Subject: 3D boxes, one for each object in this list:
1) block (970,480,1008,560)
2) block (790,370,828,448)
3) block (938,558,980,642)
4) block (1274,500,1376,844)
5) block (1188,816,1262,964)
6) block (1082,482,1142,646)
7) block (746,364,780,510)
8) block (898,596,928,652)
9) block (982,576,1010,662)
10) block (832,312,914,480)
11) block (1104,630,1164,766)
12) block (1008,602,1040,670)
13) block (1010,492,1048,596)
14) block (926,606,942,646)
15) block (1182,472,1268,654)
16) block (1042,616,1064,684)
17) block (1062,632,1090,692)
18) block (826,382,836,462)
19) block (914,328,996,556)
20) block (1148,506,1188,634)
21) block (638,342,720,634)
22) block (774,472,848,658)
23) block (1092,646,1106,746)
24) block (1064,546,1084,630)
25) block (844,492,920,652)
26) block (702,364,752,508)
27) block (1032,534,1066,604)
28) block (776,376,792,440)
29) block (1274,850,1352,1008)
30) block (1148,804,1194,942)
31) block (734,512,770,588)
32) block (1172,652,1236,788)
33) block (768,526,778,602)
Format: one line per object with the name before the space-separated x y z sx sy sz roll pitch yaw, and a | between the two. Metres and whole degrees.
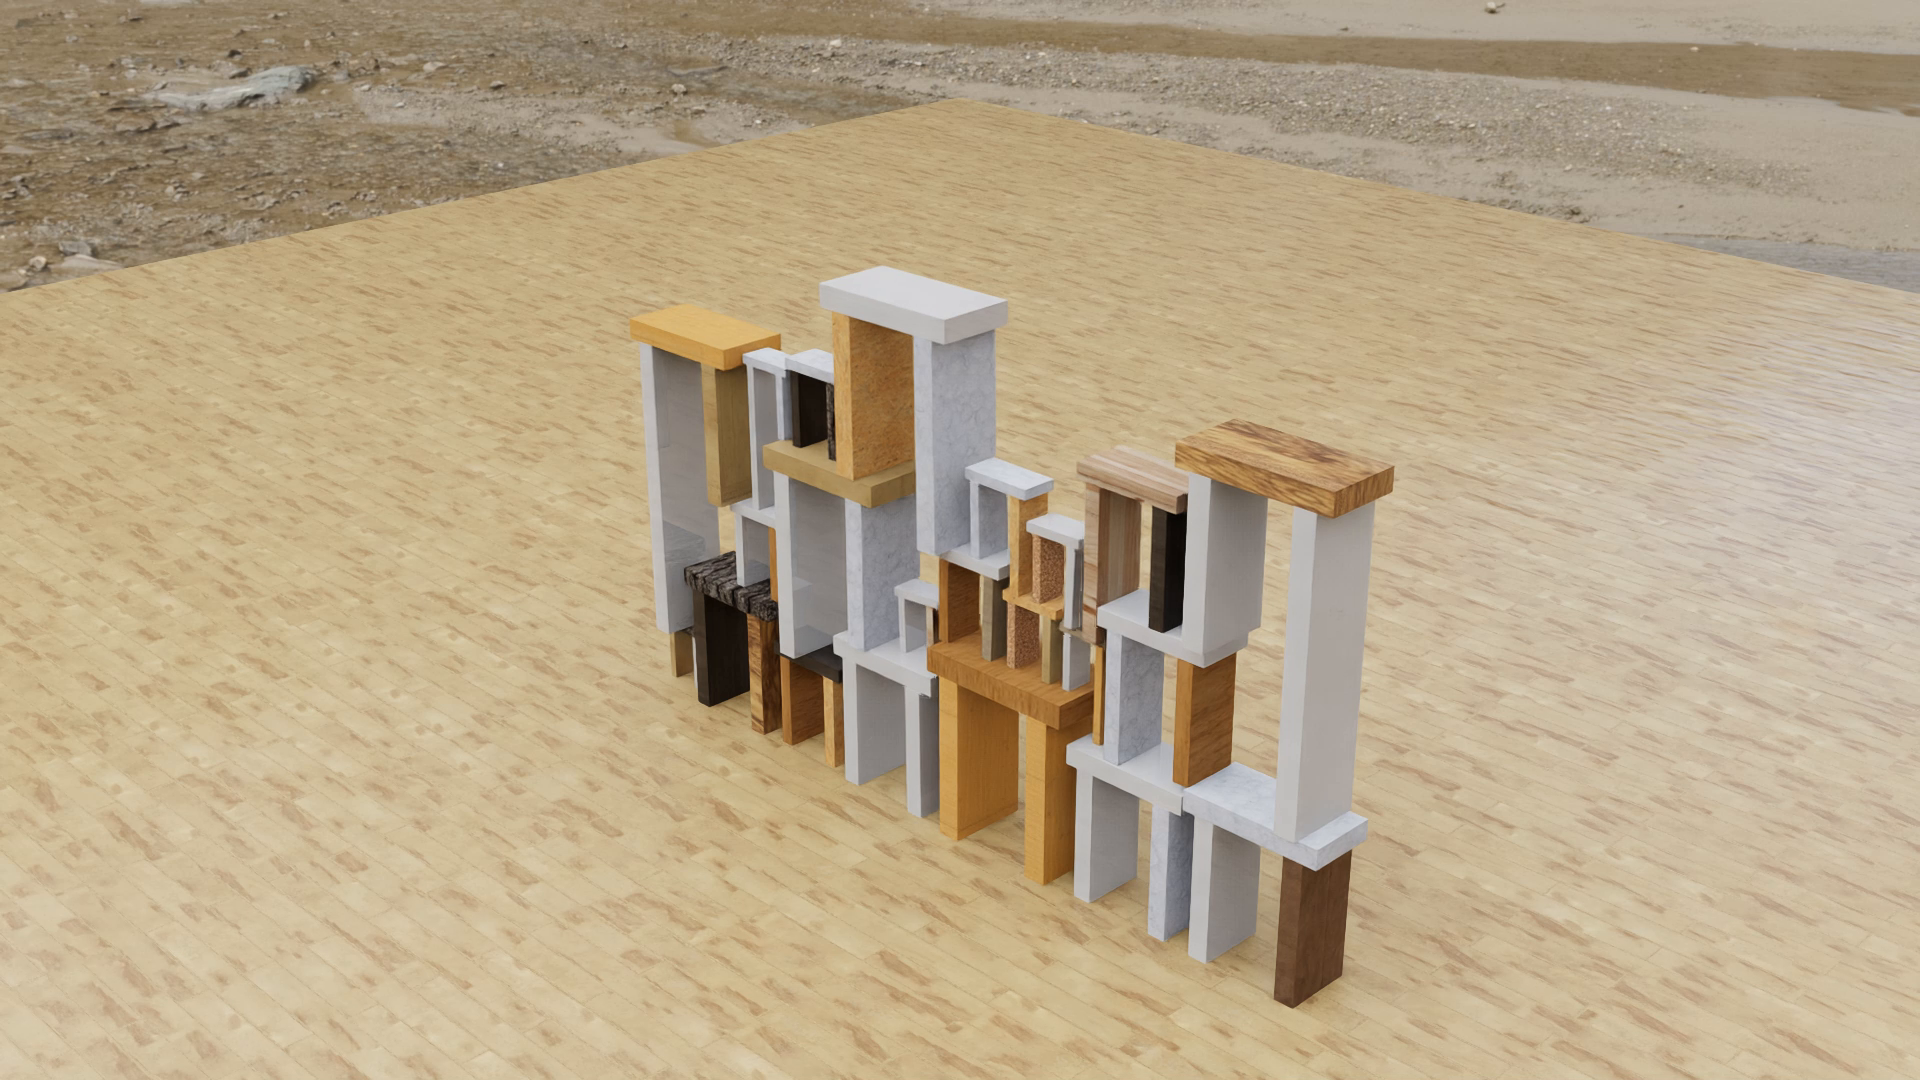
block | 0.055 -0.047 4.146 0.077 0.154 0.022 -21 29 -40
block | -0.302 -0.273 4.435 0.023 0.161 0.081 21 31 40
block | -0.001 0.105 4.272 0.025 0.174 0.087 22 31 40
block | 0.604 0.207 3.655 0.161 0.601 0.046 -21 31 -41
block | 0.479 0.605 3.964 0.041 0.291 0.145 21 31 41
block | 0.273 0.028 3.939 0.115 0.310 0.033 -22 32 -40
block | -0.404 -0.220 4.572 0.019 0.316 0.068 21 31 41
block | -0.095 0.161 4.401 0.017 0.119 0.059 21 32 41
block | 0.082 0.137 4.196 0.087 0.174 0.025 -21 32 -41
block | -0.167 -0.299 4.273 0.047 0.334 0.167 21 31 40
block | 0.317 0.268 3.992 0.122 0.262 0.035 -21 31 -41
block | 0.120 0.170 4.167 0.068 0.136 0.019 -21 31 -41
block | 0.128 0.002 4.089 0.077 0.197 0.022 -21 31 -41
block | -0.038 0.178 4.346 0.017 0.119 0.059 20 30 41
block | 0.452 0.019 3.741 0.046 0.322 0.161 21 31 40
block | 0.184 0.195 4.108 0.019 0.136 0.068 21 31 41
block | 0.217 0.218 4.081 0.016 0.116 0.058 22 31 40
block | -0.226 -0.244 4.365 0.023 0.161 0.081 21 31 40
block | -0.007 -0.195 4.147 0.167 0.426 0.047 -22 31 -40
block | 0.380 0.036 3.819 0.033 0.229 0.115 21 31 41
block | -0.610 -0.127 4.828 0.044 0.673 0.155 21 31 41
block | -0.304 0.031 4.563 0.160 0.409 0.045 -21 31 -40
block | 0.273 0.278 4.046 0.058 0.200 0.016 -21 31 -41
block | 0.222 0.079 4.004 0.068 0.159 0.019 -20 31 -41
block | -0.153 0.049 4.407 0.045 0.320 0.160 21 31 40
block | -0.462 -0.238 4.623 0.044 0.310 0.155 21 31 41
block | 0.164 0.045 4.065 0.068 0.137 0.019 -21 31 -41
block | -0.341 -0.277 4.476 0.068 0.136 0.019 -21 30 -41
block | 0.616 0.658 3.837 0.041 0.291 0.145 21 31 41
block | 0.408 0.585 4.030 0.039 0.274 0.137 21 31 41
block | -0.440 0.010 4.711 0.084 0.167 0.024 -21 31 -41
block | 0.432 0.304 3.883 0.122 0.244 0.035 -21 31 -41
block | -0.361 0.040 4.638 0.084 0.167 0.024 -21 31 -41
